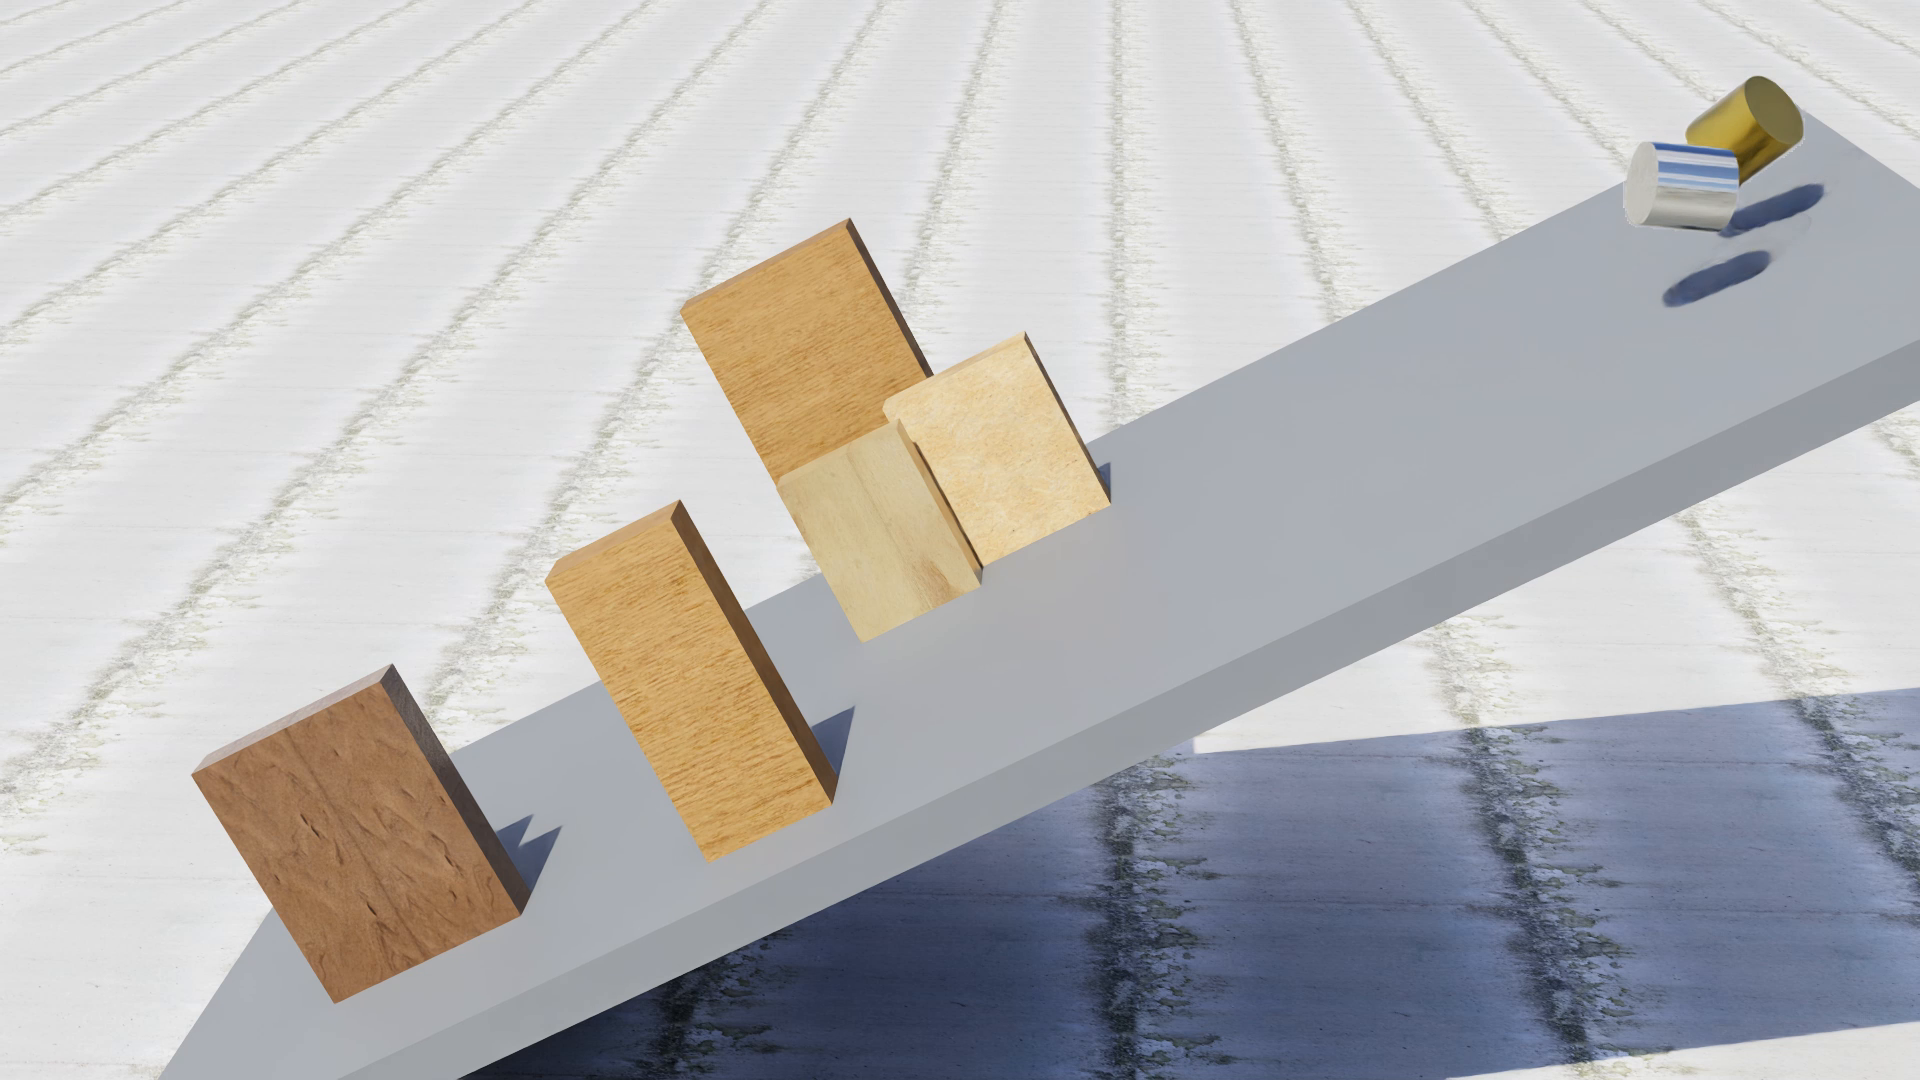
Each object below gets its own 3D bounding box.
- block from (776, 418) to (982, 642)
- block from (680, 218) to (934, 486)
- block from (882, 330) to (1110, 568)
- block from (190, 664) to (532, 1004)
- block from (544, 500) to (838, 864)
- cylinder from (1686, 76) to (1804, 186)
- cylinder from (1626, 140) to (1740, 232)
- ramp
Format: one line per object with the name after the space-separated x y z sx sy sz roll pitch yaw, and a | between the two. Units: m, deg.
-0.176 -0.019 6.514 0.300 0.401 0.098 -26 14 10 | block
-0.274 -0.309 6.946 0.440 0.781 0.121 -26 14 10 | block
0.085 -0.197 6.595 0.353 0.426 0.088 -26 14 10 | block
-1.210 0.598 5.965 0.445 0.562 0.110 -26 14 10 | block
-0.507 0.271 5.615 0.272 0.637 0.133 -26 14 10 | block
1.586 -0.825 5.947 0.163 0.163 0.163 -16 -16 -41 | cylinder
1.393 -0.682 5.676 0.162 0.162 0.162 4 16 -9 | cylinder
0.140 0.167 6.281 4.000 0.100 2.000 -26 14 10 | ramp
